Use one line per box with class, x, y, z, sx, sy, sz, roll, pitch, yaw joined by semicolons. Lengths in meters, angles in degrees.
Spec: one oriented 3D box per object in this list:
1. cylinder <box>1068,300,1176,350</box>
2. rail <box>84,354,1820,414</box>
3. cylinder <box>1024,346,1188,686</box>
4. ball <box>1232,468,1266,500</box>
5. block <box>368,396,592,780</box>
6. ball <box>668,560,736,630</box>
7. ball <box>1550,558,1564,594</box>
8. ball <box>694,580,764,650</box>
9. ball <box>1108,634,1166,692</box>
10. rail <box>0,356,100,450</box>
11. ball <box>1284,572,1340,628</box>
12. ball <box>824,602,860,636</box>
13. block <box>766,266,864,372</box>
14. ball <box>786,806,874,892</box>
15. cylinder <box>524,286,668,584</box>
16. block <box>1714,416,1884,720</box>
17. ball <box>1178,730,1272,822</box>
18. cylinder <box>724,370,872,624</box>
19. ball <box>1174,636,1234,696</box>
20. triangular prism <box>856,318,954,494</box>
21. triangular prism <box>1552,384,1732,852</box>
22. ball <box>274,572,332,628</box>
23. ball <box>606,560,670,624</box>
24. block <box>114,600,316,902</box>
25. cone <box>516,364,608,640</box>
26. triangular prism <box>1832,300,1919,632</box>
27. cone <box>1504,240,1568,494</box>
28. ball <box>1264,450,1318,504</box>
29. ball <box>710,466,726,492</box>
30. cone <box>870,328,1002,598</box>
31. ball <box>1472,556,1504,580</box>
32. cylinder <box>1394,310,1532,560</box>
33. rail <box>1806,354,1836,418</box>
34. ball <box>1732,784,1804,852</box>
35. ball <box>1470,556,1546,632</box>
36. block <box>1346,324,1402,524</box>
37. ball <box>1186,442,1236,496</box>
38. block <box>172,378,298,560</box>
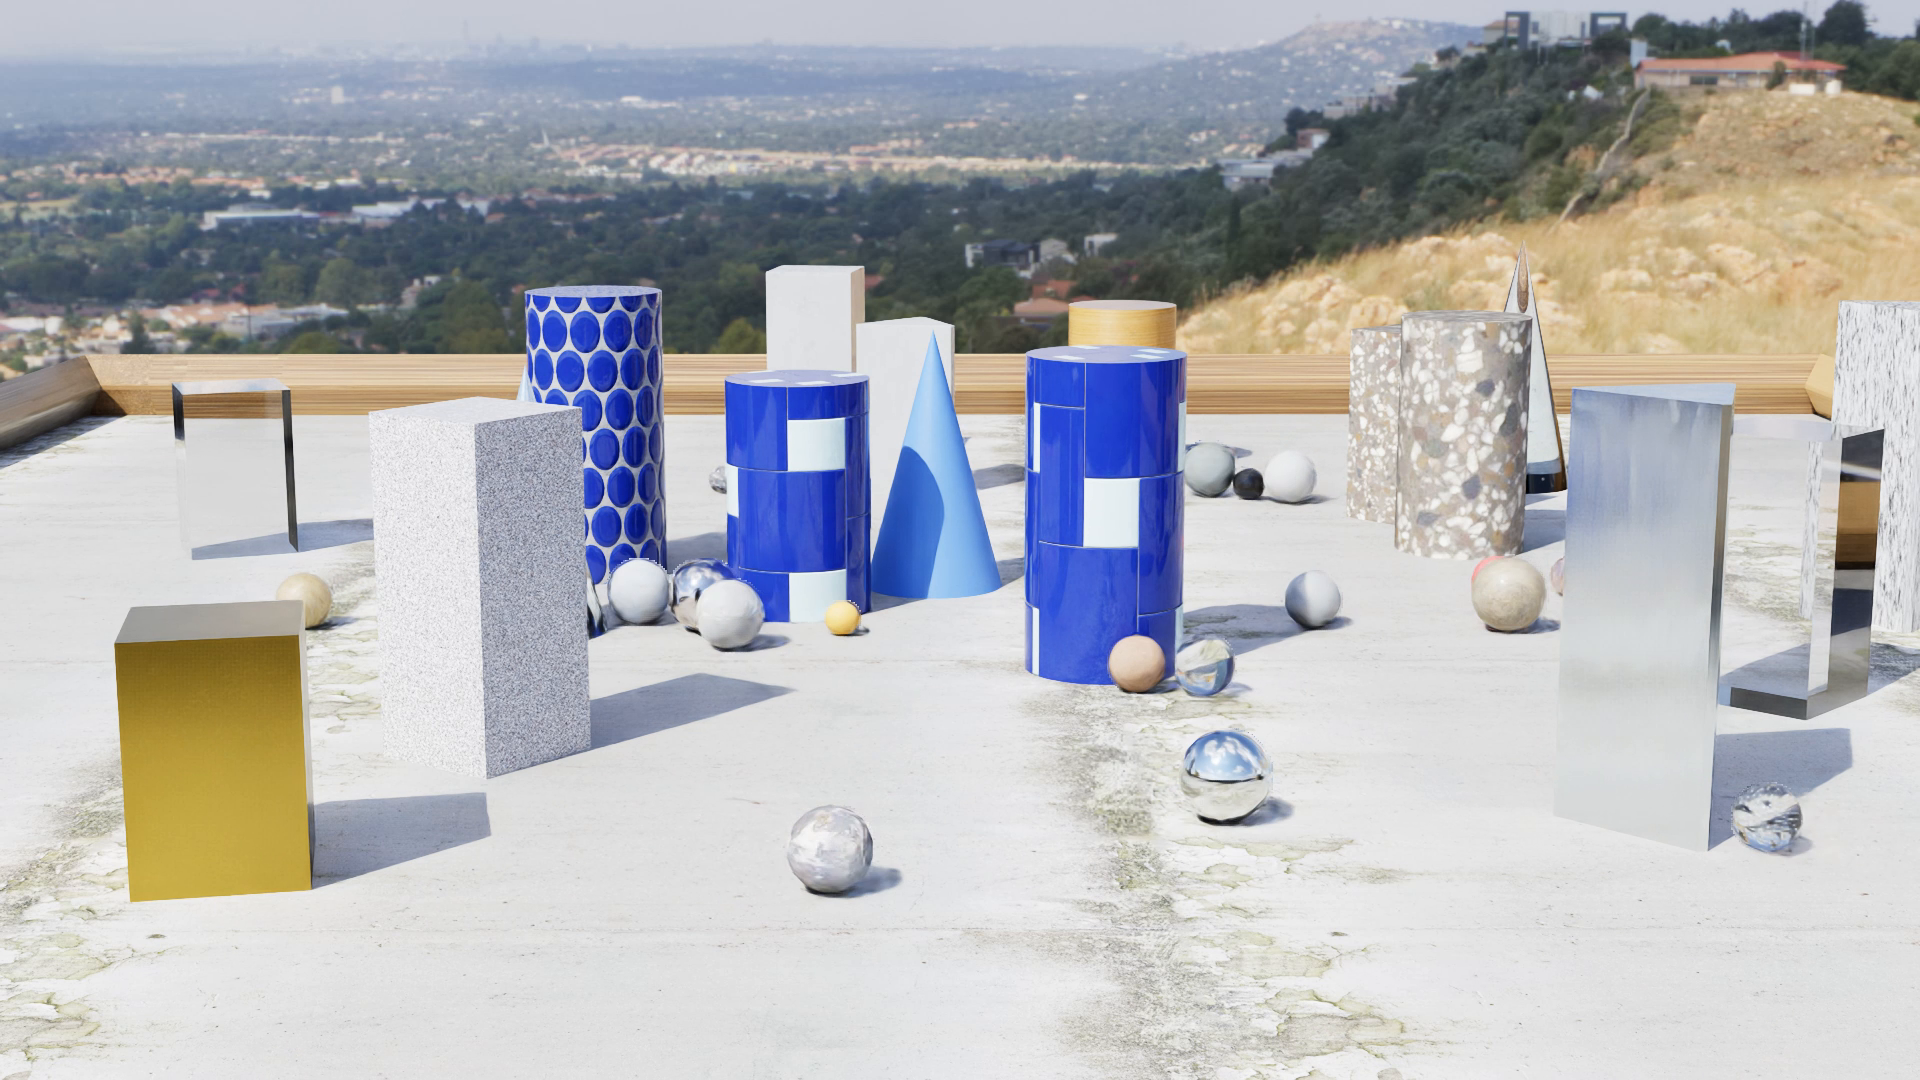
cylinder;0.292;-0.275;4.636;0.194;0.299;0.194;0;11;0
rail;-0.011;-0.323;5.361;3.638;0.126;0.045;0;11;0
cylinder;0.175;-0.034;3.106;0.194;0.384;0.194;0;11;0
ball;0.487;-0.094;4.327;0.055;0.055;0.055;0;11;0
block;-0.506;0.045;2.716;0.155;0.370;0.155;7;13;35
ball;-0.333;0.072;3.333;0.093;0.093;0.093;0;11;0
ball;0.845;0.050;3.556;0.054;0.054;0.054;0;11;0
ball;-0.290;0.094;3.230;0.088;0.088;0.088;0;11;0
ball;0.208;0.145;3.009;0.067;0.067;0.067;0;11;0
rail;-1.795;0.034;3.439;0.045;0.126;3.936;0;11;0
ball;0.461;0.078;3.354;0.074;0.074;0.074;0;11;0
ball;-0.152;0.101;3.308;0.044;0.044;0.044;0;11;0
block;-0.264;-0.321;4.728;0.155;0.356;0.155;1;11;7
ball;-0.115;0.275;2.282;0.078;0.078;0.078;0;11;0
cylinder;-0.522;-0.154;3.691;0.194;0.407;0.194;0;11;0
block;0.948;0.028;2.960;0.155;0.315;0.155;10;14;43
ball;0.258;0.229;2.493;0.090;0.090;0.090;0;11;0
cylinder;-0.217;-0.062;3.449;0.194;0.313;0.194;0;11;0
ball;0.285;0.146;2.991;0.071;0.071;0.071;0;11;0
triangular prism;-0.080;-0.234;4.436;0.168;0.291;0.145;2;11;11
triangular prism;0.693;0.064;2.471;0.145;0.422;0.168;-9;14;-41
ball;-0.857;0.079;3.348;0.073;0.073;0.073;0;11;0
ball;-0.422;0.069;3.376;0.083;0.083;0.083;0;11;0
block;-0.671;0.187;2.326;0.155;0.234;0.155;-2;11;-12
cone;-0.555;-0.053;3.305;0.194;0.348;0.194;0;11;0
triangular prism;1.222;-0.104;3.394;0.145;0.417;0.168;8;13;38
cone;0.970;-0.308;4.454;0.194;0.431;0.194;0;11;0
ball;0.554;-0.107;4.300;0.090;0.090;0.090;0;11;0
ball;-0.408;-0.104;4.410;0.046;0.046;0.046;0;11;0
cone;-0.037;-0.115;3.599;0.194;0.363;0.194;0;11;0
ball;0.728;0.057;3.469;0.072;0.072;0.072;0;11;0
cylinder;0.760;-0.162;3.876;0.194;0.353;0.194;0;11;0
rail;1.795;0.030;3.459;0.045;0.126;3.936;0;11;0
ball;0.755;0.260;2.400;0.063;0.063;0.063;0;11;0
ball;0.712;0.070;3.331;0.097;0.097;0.097;0;11;0
block;0.738;-0.187;4.141;0.155;0.306;0.155;-9;14;-40
ball;0.424;-0.121;4.373;0.092;0.092;0.092;0;11;0
block;-1.099;-0.110;3.887;0.155;0.248;0.155;-4;11;-22
